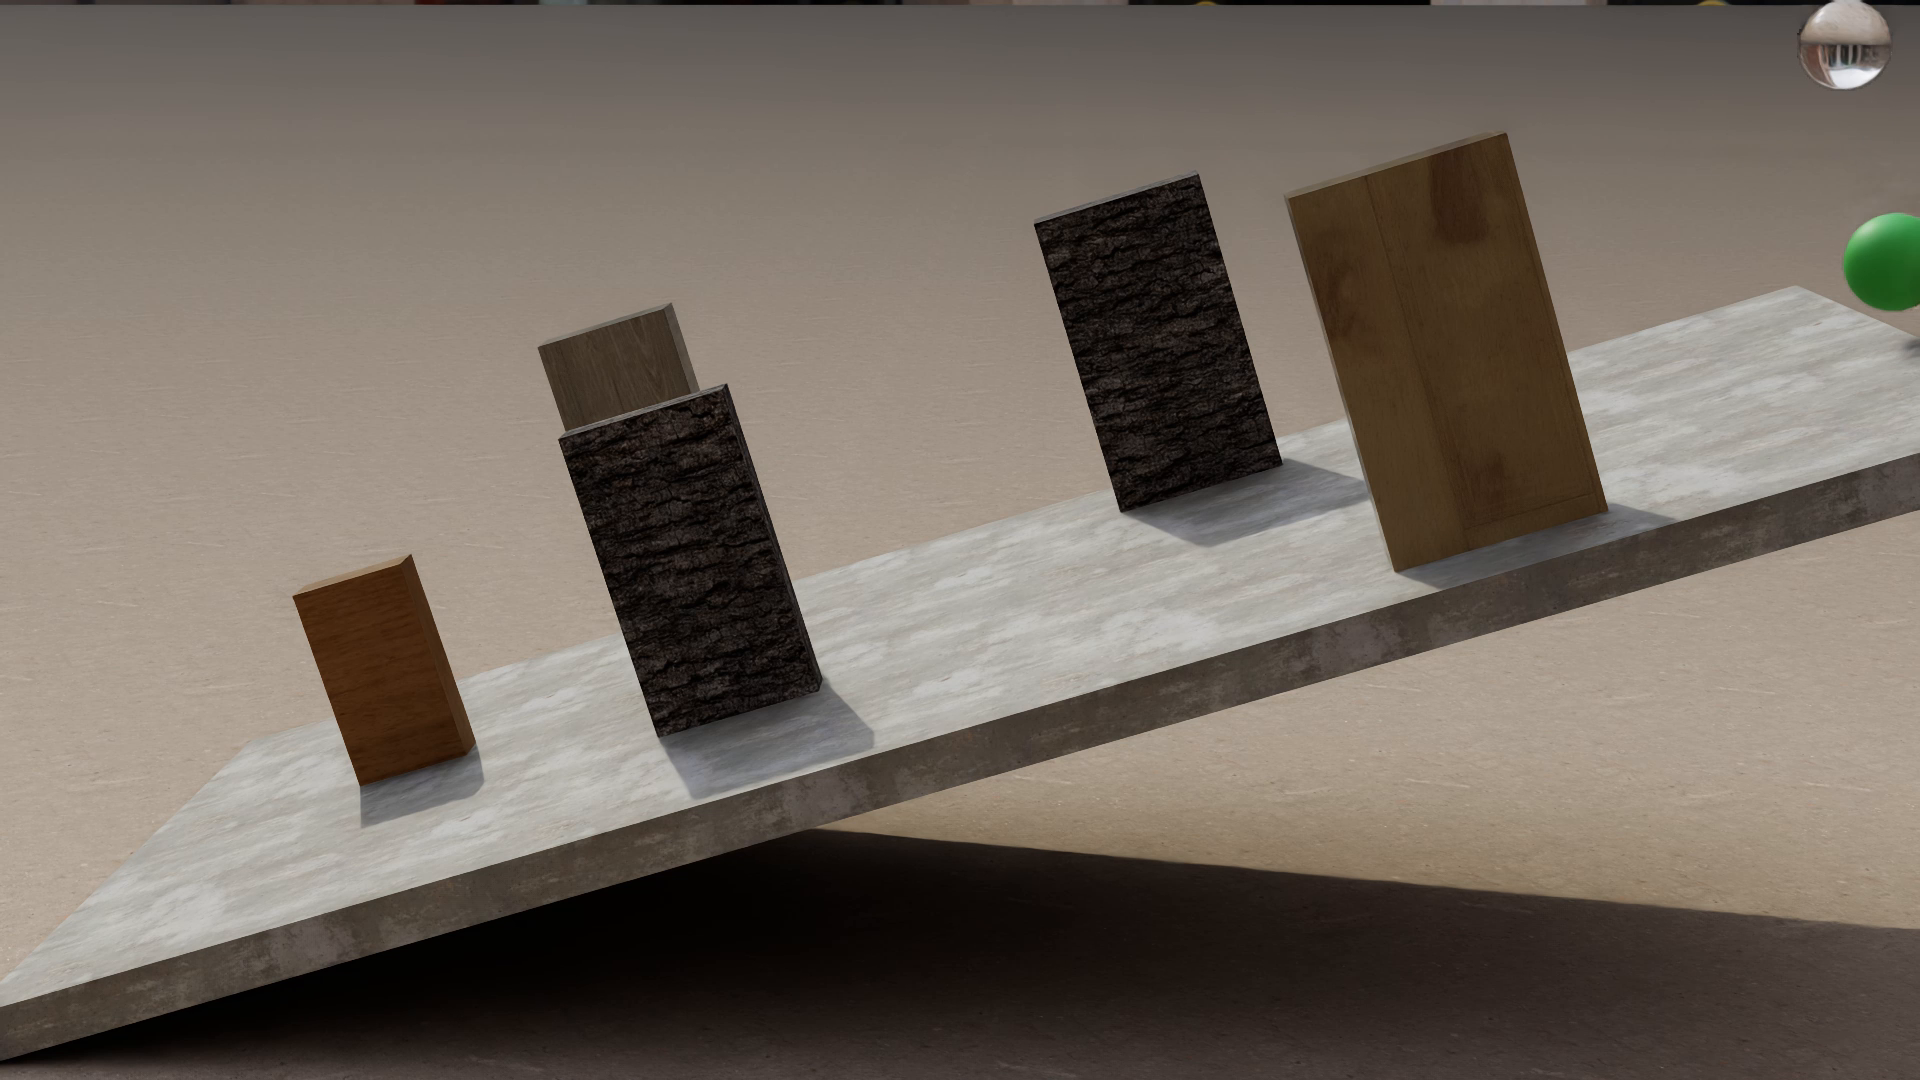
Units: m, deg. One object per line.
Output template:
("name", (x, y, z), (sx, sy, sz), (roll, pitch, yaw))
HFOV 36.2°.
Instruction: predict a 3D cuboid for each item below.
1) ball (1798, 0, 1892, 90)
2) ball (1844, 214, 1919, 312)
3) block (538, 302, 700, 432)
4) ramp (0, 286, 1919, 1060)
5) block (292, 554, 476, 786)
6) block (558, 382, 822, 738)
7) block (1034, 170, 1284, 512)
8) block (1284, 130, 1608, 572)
("ball", (1.927, -1.080, 6.408), (0.194, 0.194, 0.194), (0, 11, 0))
("ball", (1.936, -0.576, 6.094), (0.202, 0.202, 0.202), (0, 11, 0))
("block", (-0.687, -0.117, 6.714), (0.299, 0.788, 0.137), (-16, 10, 5))
("ramp", (0.095, 0.185, 6.316), (4.000, 0.100, 2.000), (-16, 10, 5))
("block", (-1.267, 0.287, 6.486), (0.250, 0.448, 0.113), (-16, 10, 5))
("block", (-0.548, 0.043, 6.015), (0.347, 0.648, 0.103), (-16, 10, 5))
("block", (0.464, -0.464, 6.885), (0.395, 0.706, 0.137), (-16, 10, 5))
("block", (0.903, -0.351, 5.472), (0.410, 0.727, 0.124), (-16, 10, 5))
